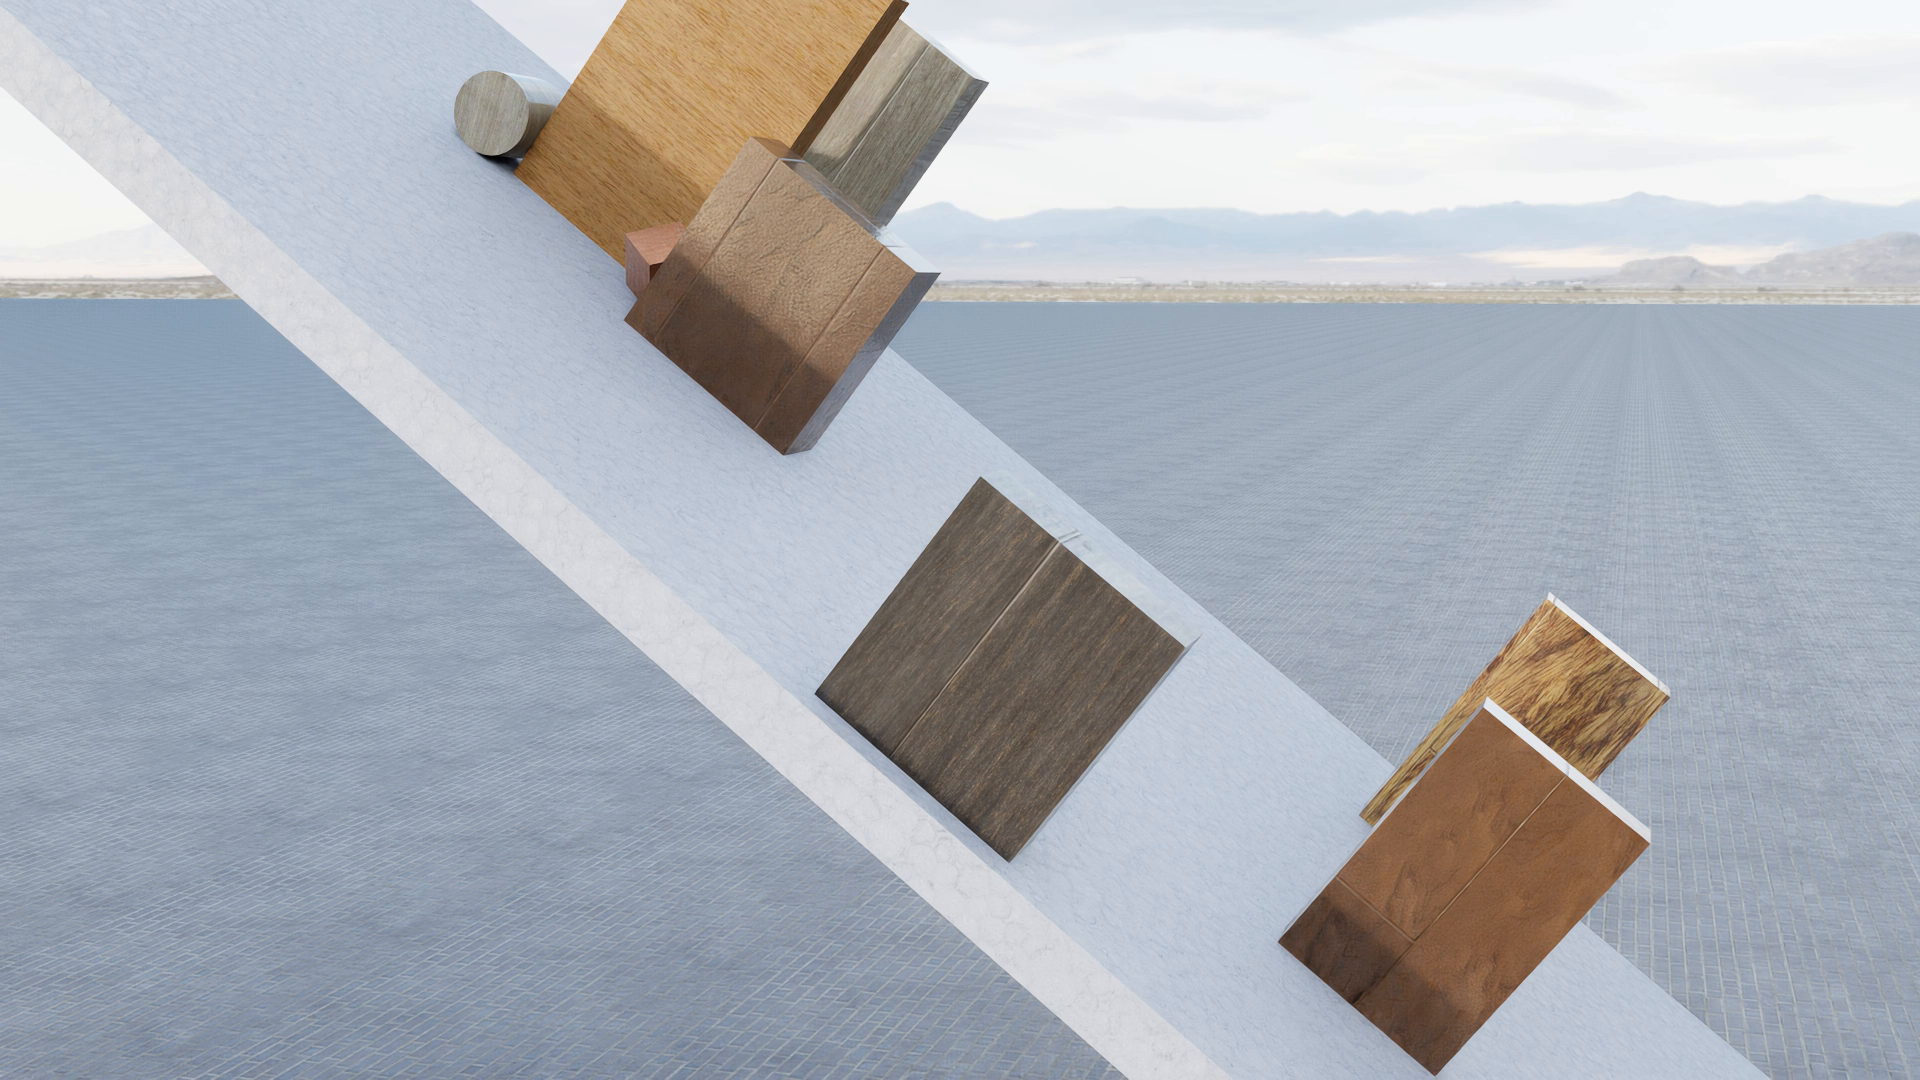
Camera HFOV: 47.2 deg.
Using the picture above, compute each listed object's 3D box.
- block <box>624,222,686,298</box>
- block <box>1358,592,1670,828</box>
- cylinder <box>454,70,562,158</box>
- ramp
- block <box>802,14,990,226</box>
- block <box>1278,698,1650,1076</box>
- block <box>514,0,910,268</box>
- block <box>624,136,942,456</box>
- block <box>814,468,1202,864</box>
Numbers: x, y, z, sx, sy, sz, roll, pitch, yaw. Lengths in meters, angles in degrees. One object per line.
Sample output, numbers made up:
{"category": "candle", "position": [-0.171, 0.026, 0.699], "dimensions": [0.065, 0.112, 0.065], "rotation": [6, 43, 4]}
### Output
{"category": "block", "position": [-0.555, -0.512, 4.140], "dimensions": [0.113, 0.113, 0.113], "rotation": [-17, 46, -25]}
{"category": "block", "position": [1.082, 0.417, 4.308], "dimensions": [0.292, 0.569, 0.096], "rotation": [40, 16, 9]}
{"category": "cylinder", "position": [-0.884, -0.836, 4.333], "dimensions": [0.162, 0.162, 0.162], "rotation": [2, 7, 17]}
{"category": "ramp", "position": [-0.034, 0.088, 4.055], "dimensions": [4.000, 0.100, 2.000], "rotation": [40, 16, 9]}
{"category": "block", "position": [-0.305, -0.872, 4.799], "dimensions": [0.435, 0.641, 0.122], "rotation": [40, 16, 9]}
{"category": "block", "position": [0.783, 0.542, 3.437], "dimensions": [0.317, 0.503, 0.086], "rotation": [40, 16, 9]}
{"category": "block", "position": [-0.486, -0.864, 4.225], "dimensions": [0.436, 0.730, 0.088], "rotation": [40, 16, 9]}
{"category": "block", "position": [-0.322, -0.440, 3.976], "dimensions": [0.391, 0.412, 0.142], "rotation": [40, 16, 9]}
{"category": "block", "position": [0.066, 0.175, 3.106], "dimensions": [0.366, 0.403, 0.121], "rotation": [40, 16, 9]}
